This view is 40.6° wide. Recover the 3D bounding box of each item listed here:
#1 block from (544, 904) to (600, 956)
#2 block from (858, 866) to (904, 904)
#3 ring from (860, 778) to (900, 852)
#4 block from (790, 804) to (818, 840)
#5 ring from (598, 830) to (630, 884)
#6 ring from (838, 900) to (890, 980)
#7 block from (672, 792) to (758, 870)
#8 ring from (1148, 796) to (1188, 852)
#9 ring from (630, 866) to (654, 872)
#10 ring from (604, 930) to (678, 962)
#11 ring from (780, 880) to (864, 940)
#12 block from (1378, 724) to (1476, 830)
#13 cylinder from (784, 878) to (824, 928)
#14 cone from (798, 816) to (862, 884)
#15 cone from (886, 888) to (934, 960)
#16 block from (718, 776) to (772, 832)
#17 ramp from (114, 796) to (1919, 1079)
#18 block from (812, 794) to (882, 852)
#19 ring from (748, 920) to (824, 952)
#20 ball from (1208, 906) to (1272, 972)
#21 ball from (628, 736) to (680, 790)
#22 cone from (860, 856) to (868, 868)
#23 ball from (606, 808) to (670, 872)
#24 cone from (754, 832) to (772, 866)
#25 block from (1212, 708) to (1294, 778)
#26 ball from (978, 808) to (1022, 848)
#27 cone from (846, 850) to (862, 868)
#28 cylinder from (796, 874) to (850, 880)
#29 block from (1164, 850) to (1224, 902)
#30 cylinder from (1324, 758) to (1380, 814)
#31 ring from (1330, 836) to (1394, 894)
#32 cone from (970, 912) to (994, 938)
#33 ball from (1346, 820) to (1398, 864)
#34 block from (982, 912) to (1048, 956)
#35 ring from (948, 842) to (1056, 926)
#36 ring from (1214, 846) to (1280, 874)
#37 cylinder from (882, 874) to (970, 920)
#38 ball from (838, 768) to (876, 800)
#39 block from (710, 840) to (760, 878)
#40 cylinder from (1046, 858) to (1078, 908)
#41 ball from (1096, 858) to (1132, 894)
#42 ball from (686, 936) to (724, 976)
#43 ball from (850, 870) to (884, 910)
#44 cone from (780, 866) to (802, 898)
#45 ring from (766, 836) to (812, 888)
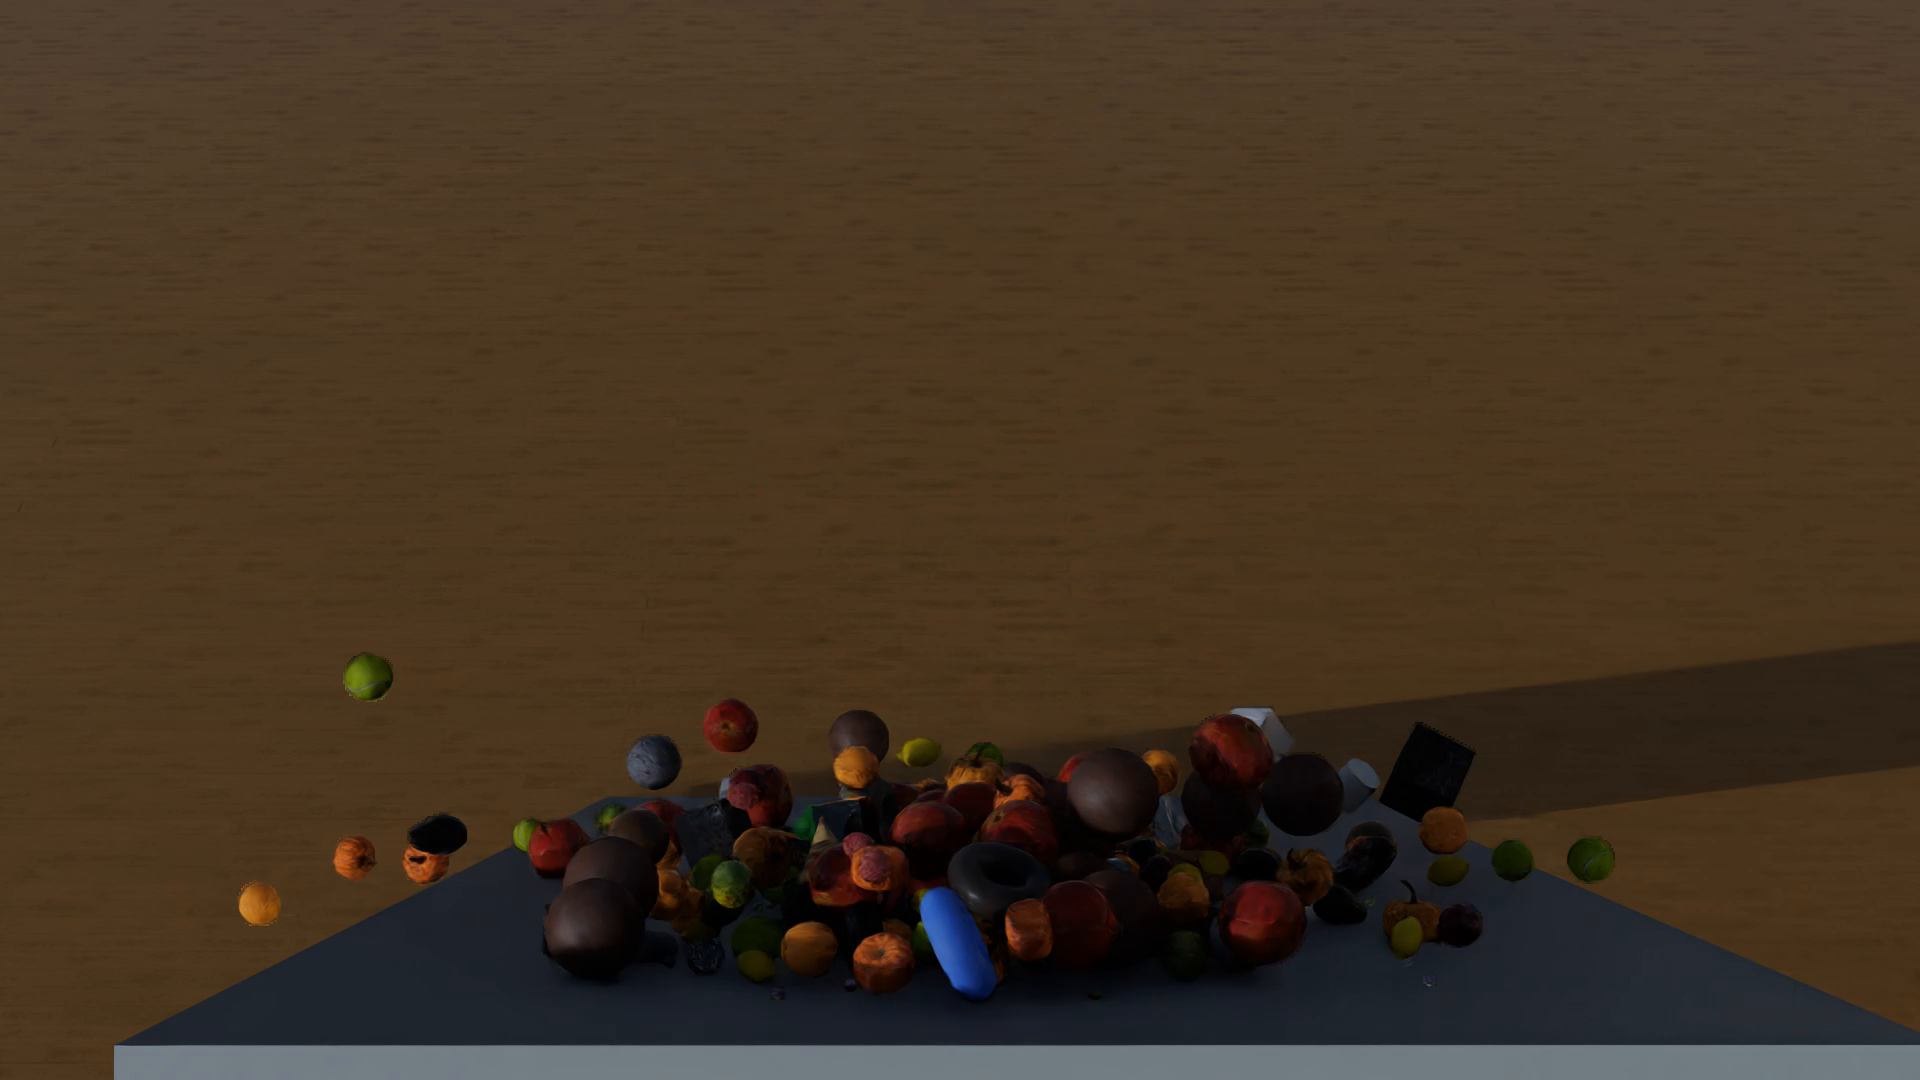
[{"bbox_3d":[-0.536,0.537,3.582,0.068,0.068,0.068,1,-7,-15],"label":"block"},{"bbox_3d":[-0.131,0.569,4.283,0.054,0.054,0.054,1,-2,-30],"label":"block"},{"bbox_3d":[-0.135,0.458,4.318,0.041,0.122,0.122,-6,32,19],"label":"ring"},{"bbox_3d":[-0.253,0.552,4.823,0.087,0.087,0.087,-56,20,-16],"label":"block"},{"bbox_3d":[-0.601,0.550,4.509,0.034,0.101,0.101,-19,37,-5],"label":"ring"},{"bbox_3d":[-0.124,0.516,3.344,0.034,0.102,0.102,-12,29,26],"label":"ring"},{"bbox_3d":[-0.390,0.464,4.142,0.087,0.087,0.087,-21,-2,17],"label":"block"},{"bbox_3d":[0.404,0.558,5.039,0.044,0.131,0.131,-24,31,17],"label":"ring"},{"bbox_3d":[-0.601,0.599,4.805,0.078,0.026,0.078,-1,-6,0],"label":"ring"},{"bbox_3d":[-0.437,0.557,3.556,0.103,0.034,0.103,1,-1,0],"label":"ring"},{"bbox_3d":[-0.197,0.527,3.732,0.120,0.120,0.040,-2,37,-2],"label":"ring"},{"bbox_3d":[0.709,0.360,3.947,0.097,0.097,0.097,26,58,8],"label":"block"},{"bbox_3d":[-0.219,0.510,3.650,0.054,0.054,0.054,-3,18,1],"label":"cylinder"},{"bbox_3d":[-0.188,0.429,3.621,0.090,0.090,0.090,-8,-3,0],"label":"cone"},{"bbox_3d":[-0.078,0.516,3.516,0.093,0.093,0.093,3,74,5],"label":"cone"},{"bbox_3d":[-0.402,0.496,4.857,0.078,0.078,0.078,-5,56,10],"label":"block"},{"bbox_3d":[0.077,0.663,4.831,2.000,0.100,4.000,0,-2,0],"label":"ramp"},{"bbox_3d":[-0.162,0.409,3.728,0.071,0.071,0.071,-11,-3,14],"label":"block"},{"bbox_3d":[-0.245,0.559,3.674,0.109,0.036,0.109,1,-2,0],"label":"ring"},{"bbox_3d":[0.370,0.527,3.434,0.085,0.085,0.085,0,35,0],"label":"ball"},{"bbox_3d":[-0.504,0.368,4.281,0.088,0.088,0.088,0,35,0],"label":"ball"},{"bbox_3d":[-0.212,0.576,4.888,0.078,0.078,0.078,0,-2,0],"label":"cone"},{"bbox_3d":[-0.486,0.452,3.915,0.095,0.095,0.095,0,35,0],"label":"ball"},{"bbox_3d":[-0.392,0.563,4.963,0.100,0.100,0.100,0,3,0],"label":"cone"},{"bbox_3d":[0.515,0.357,4.567,0.086,0.086,0.086,-2,45,47],"label":"block"},{"bbox_3d":[0.080,0.580,5.173,0.088,0.088,0.088,0,35,0],"label":"ball"},{"bbox_3d":[-0.206,0.586,4.576,0.085,0.085,0.085,-8,27,-11],"label":"cone"},{"bbox_3d":[-0.203,0.542,3.872,0.082,0.082,0.082,0,-3,0],"label":"cylinder"},{"bbox_3d":[0.390,0.559,4.326,0.076,0.076,0.076,0,-2,-15],"label":"block"},{"bbox_3d":[0.688,0.431,4.557,0.069,0.069,0.069,29,30,-18],"label":"cylinder"},{"bbox_3d":[0.685,0.553,4.422,0.042,0.127,0.127,51,44,-7],"label":"ring"},{"bbox_3d":[0.039,0.563,3.793,0.080,0.080,0.080,30,27,-24],"label":"cone"},{"bbox_3d":[0.756,0.563,4.774,0.096,0.096,0.096,0,35,0],"label":"ball"},{"bbox_3d":[0.074,0.503,3.470,0.062,0.062,0.062,-38,9,13],"label":"block"},{"bbox_3d":[0.054,0.449,3.400,0.148,0.049,0.148,14,26,-7],"label":"ring"},{"bbox_3d":[0.526,0.590,4.786,0.130,0.043,0.130,1,-3,0],"label":"ring"},{"bbox_3d":[-0.047,0.516,3.657,0.089,0.089,0.089,-8,27,33],"label":"cylinder"},{"bbox_3d":[-0.184,0.453,4.735,0.075,0.075,0.075,0,35,0],"label":"ball"},{"bbox_3d":[-0.407,0.575,4.708,0.068,0.068,0.068,1,-2,-31],"label":"block"},{"bbox_3d":[0.151,0.552,4.175,0.057,0.057,0.057,20,42,-19],"label":"cylinder"},{"bbox_3d":[0.229,0.495,3.837,0.053,0.053,0.053,0,35,0],"label":"ball"},{"bbox_3d":[-0.333,0.543,3.396,0.050,0.050,0.050,0,35,0],"label":"ball"},{"bbox_3d":[-0.158,0.546,3.971,0.081,0.081,0.081,0,35,0],"label":"ball"},{"bbox_3d":[-0.241,0.556,4.161,0.067,0.067,0.067,-4,30,30],"label":"cone"},{"bbox_3d":[-0.267,0.547,4.343,0.122,0.122,0.041,11,36,15],"label":"ring"}]
